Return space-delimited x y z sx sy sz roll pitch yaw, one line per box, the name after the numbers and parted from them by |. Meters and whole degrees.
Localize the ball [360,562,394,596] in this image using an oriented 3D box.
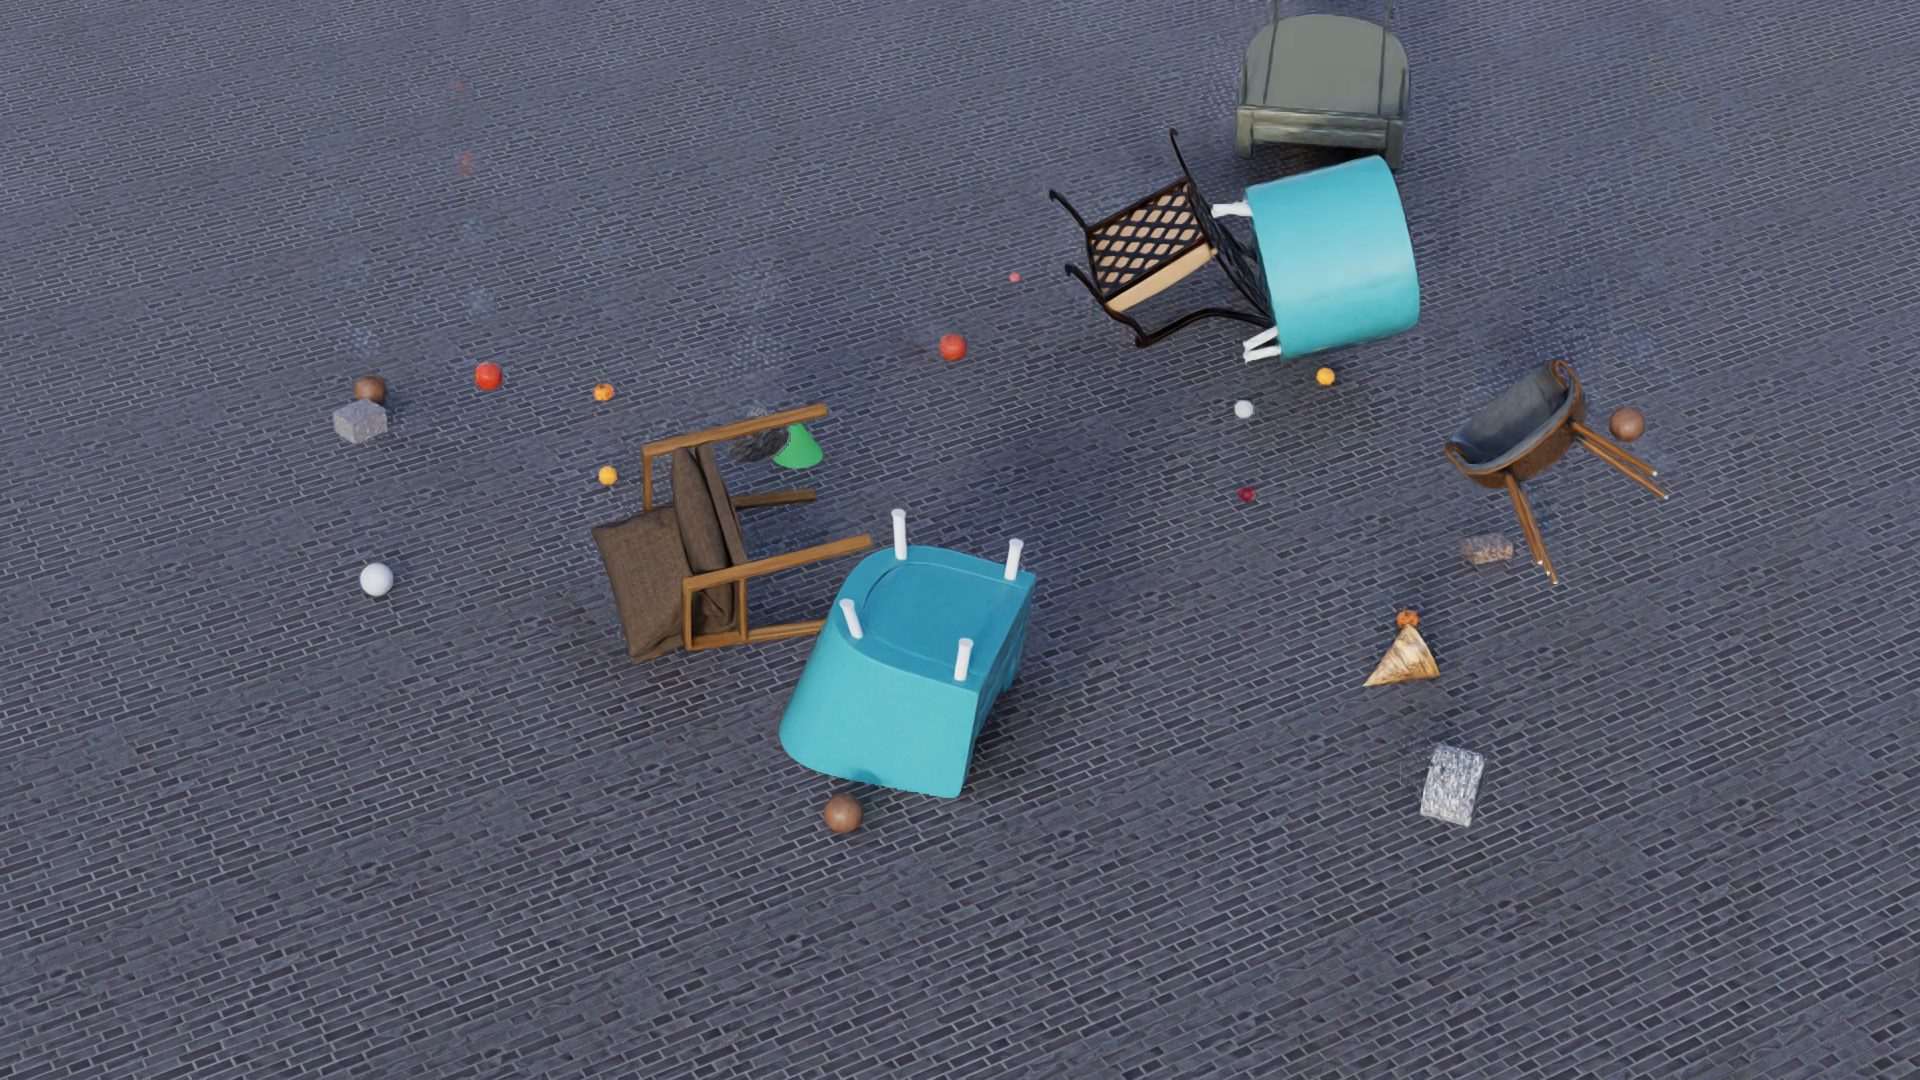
-2.111 0.143 10.617 0.121 0.121 0.121 0 33 0 | ball

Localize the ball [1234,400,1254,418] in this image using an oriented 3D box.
1.122 -0.518 11.596 0.074 0.074 0.074 0 33 0 | ball

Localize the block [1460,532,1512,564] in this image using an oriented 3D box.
1.949 0.030 10.847 0.157 0.054 0.103 -11 33 -16 | block

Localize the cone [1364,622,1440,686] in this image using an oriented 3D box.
1.503 0.443 10.180 0.250 0.224 0.160 -31 19 -4 | cone

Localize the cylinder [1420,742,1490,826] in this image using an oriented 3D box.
1.613 0.798 9.563 0.167 0.115 0.246 13 78 19 | cylinder

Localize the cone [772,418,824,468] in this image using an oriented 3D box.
-0.635 -0.405 11.405 0.198 0.170 0.213 -18 38 -25 | cone

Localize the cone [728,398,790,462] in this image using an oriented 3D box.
-0.751 -0.441 10.845 0.196 0.294 0.195 14 55 -32 | cone

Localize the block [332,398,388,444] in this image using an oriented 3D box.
-2.365 -0.469 11.570 0.158 0.094 0.131 -29 43 -36 | block
